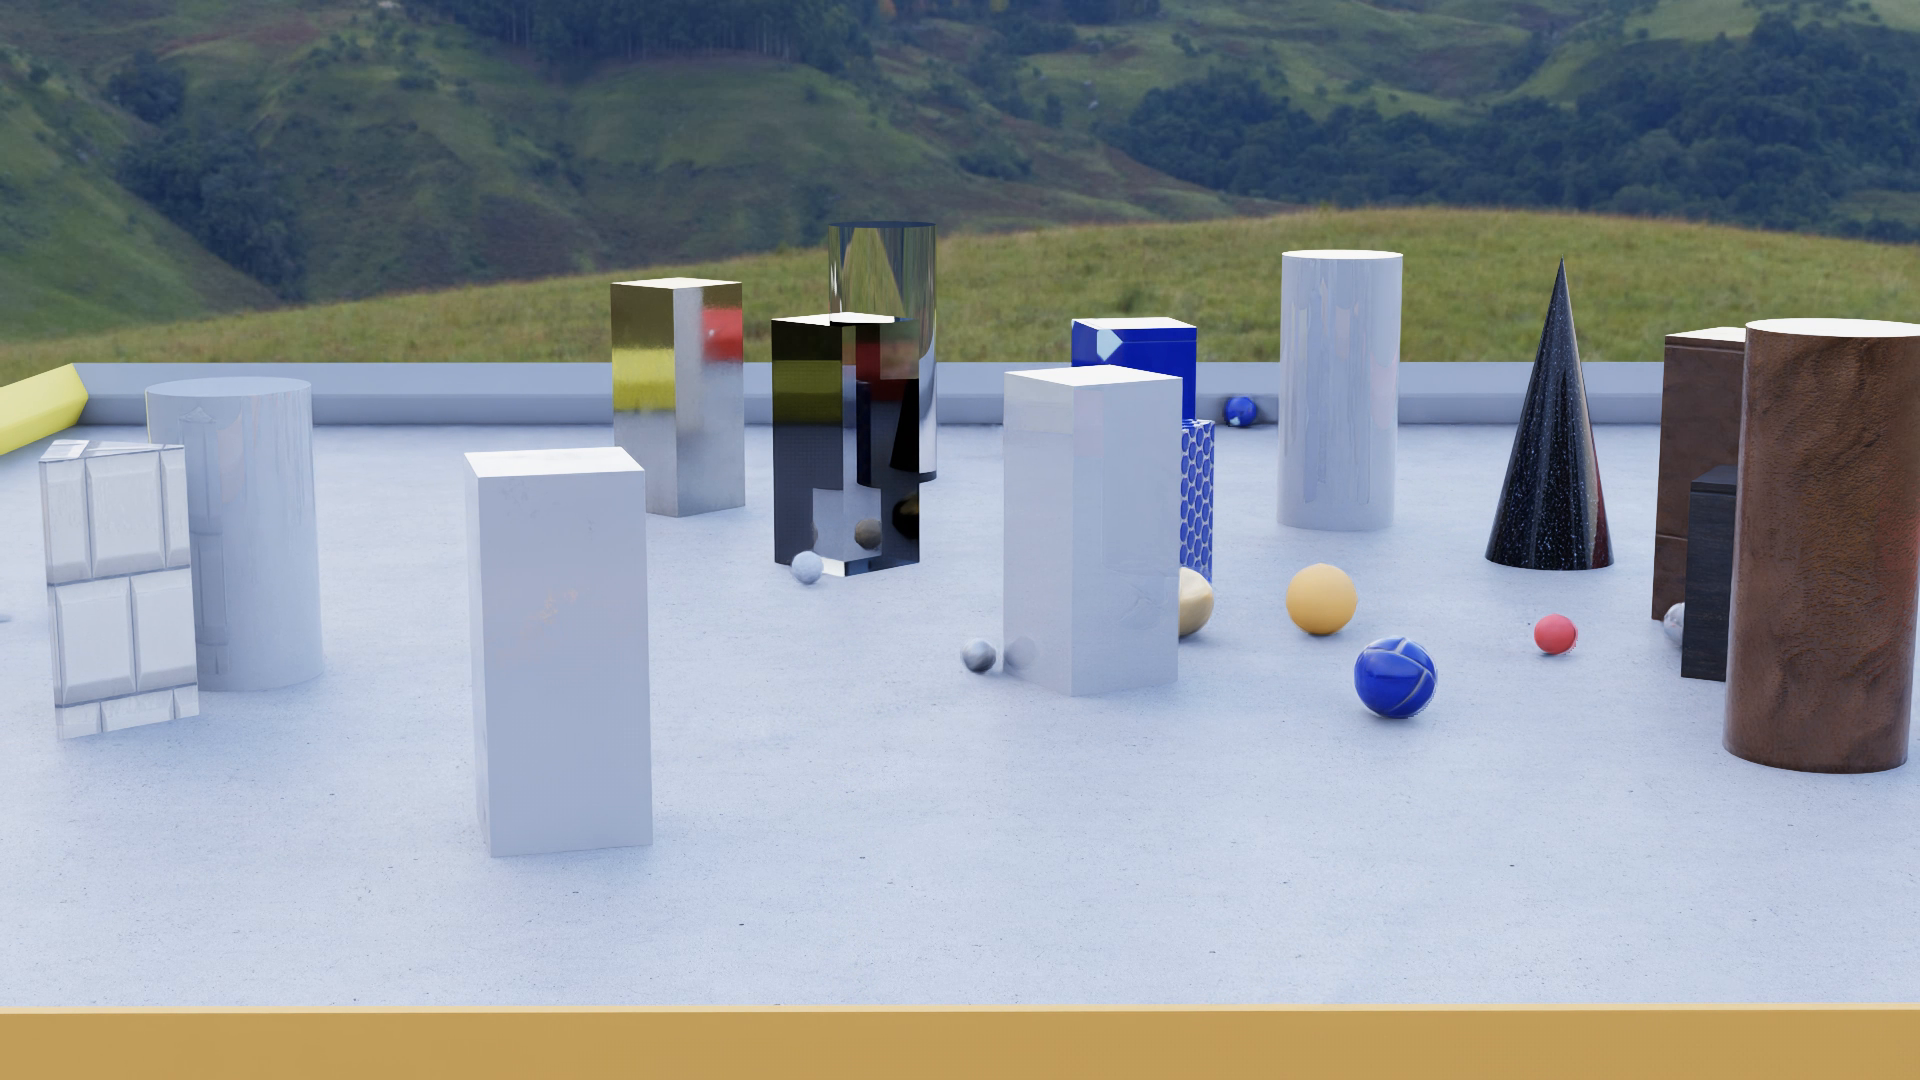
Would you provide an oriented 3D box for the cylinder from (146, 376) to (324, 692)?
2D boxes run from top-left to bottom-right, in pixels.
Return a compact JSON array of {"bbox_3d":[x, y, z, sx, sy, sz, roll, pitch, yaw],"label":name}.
[{"bbox_3d":[-0.865,-0.011,3.067,0.189,0.348,0.189,0,11,0],"label":"cylinder"}]

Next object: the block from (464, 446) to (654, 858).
[{"bbox_3d":[-0.382,0.102,2.438,0.151,0.357,0.151,-3,11,-15],"label":"block"}]

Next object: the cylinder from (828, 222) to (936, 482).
[{"bbox_3d":[-0.136,-0.331,4.519,0.189,0.446,0.189,0,11,0],"label":"cylinder"}]

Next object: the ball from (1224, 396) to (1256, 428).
[{"bbox_3d":[0.566,-0.258,5.171,0.064,0.064,0.064,0,11,0],"label":"ball"}]

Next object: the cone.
[{"bbox_3d":[0.876,-0.194,3.772,0.189,0.451,0.189,0,11,0],"label":"cone"}]

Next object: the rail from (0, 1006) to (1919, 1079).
[{"bbox_3d":[0.010,0.359,1.695,3.587,0.123,0.045,0,11,0],"label":"rail"}]

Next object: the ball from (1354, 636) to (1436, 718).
[{"bbox_3d":[0.488,0.154,2.883,0.092,0.092,0.092,0,11,0],"label":"ball"}]

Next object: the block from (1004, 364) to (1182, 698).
[{"bbox_3d":[0.156,-0.015,3.049,0.151,0.364,0.151,-6,12,-30],"label":"block"}]

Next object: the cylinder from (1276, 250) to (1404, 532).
[{"bbox_3d":[0.603,-0.241,4.088,0.189,0.427,0.189,0,11,0],"label":"cylinder"}]

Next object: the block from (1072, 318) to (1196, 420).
[{"bbox_3d":[0.259,-0.156,3.865,0.151,0.342,0.151,-2,11,-12],"label":"block"}]

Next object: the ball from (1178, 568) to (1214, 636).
[{"bbox_3d":[0.282,0.079,3.291,0.089,0.089,0.089,0,11,0],"label":"ball"}]

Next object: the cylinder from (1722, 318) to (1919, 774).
[{"bbox_3d":[0.916,0.002,2.709,0.189,0.454,0.189,0,11,0],"label":"cylinder"}]

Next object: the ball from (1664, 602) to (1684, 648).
[{"bbox_3d":[0.915,0.107,3.228,0.058,0.058,0.058,0,11,0],"label":"ball"}]

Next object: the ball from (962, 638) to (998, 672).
[{"bbox_3d":[0.024,0.139,3.099,0.042,0.042,0.042,0,11,0],"label":"ball"}]

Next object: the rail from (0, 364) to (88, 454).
[{"bbox_3d":[-1.770,0.033,3.439,0.045,0.123,3.617,0,11,0],"label":"rail"}]

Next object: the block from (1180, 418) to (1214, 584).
[{"bbox_3d":[0.255,-0.047,3.582,0.151,0.231,0.151,5,12,27],"label":"block"}]

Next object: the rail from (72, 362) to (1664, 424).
[{"bbox_3d":[-0.010,-0.296,5.204,3.587,0.123,0.045,0,11,0],"label":"rail"}]

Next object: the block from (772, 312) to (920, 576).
[{"bbox_3d":[-0.166,-0.143,3.747,0.151,0.359,0.151,10,15,44],"label":"block"}]

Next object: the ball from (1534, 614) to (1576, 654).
[{"bbox_3d":[0.740,0.117,3.193,0.051,0.051,0.051,0,11,0],"label":"ball"}]

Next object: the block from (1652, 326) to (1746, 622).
[{"bbox_3d":[1.022,-0.081,3.364,0.151,0.377,0.151,10,15,44],"label":"block"}]

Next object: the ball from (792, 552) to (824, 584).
[{"bbox_3d":[-0.215,0.038,3.630,0.045,0.045,0.045,0,11,0],"label":"ball"}]

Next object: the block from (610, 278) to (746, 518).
[{"bbox_3d":[-0.463,-0.237,4.220,0.151,0.371,0.151,9,14,41],"label":"block"}]

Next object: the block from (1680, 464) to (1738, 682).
[{"bbox_3d":[0.967,0.042,3.085,0.151,0.238,0.151,6,12,28],"label":"block"}]

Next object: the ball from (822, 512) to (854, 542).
[{"bbox_3d":[-0.187,-0.019,3.933,0.047,0.047,0.047,0,11,0],"label":"ball"}]

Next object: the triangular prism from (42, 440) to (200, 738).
[{"bbox_3d":[-0.969,0.047,2.873,0.164,0.306,0.142,-10,14,-42],"label":"triangular prism"}]

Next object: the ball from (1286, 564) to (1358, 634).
[{"bbox_3d":[0.465,0.076,3.303,0.091,0.091,0.091,0,11,0],"label":"ball"}]
